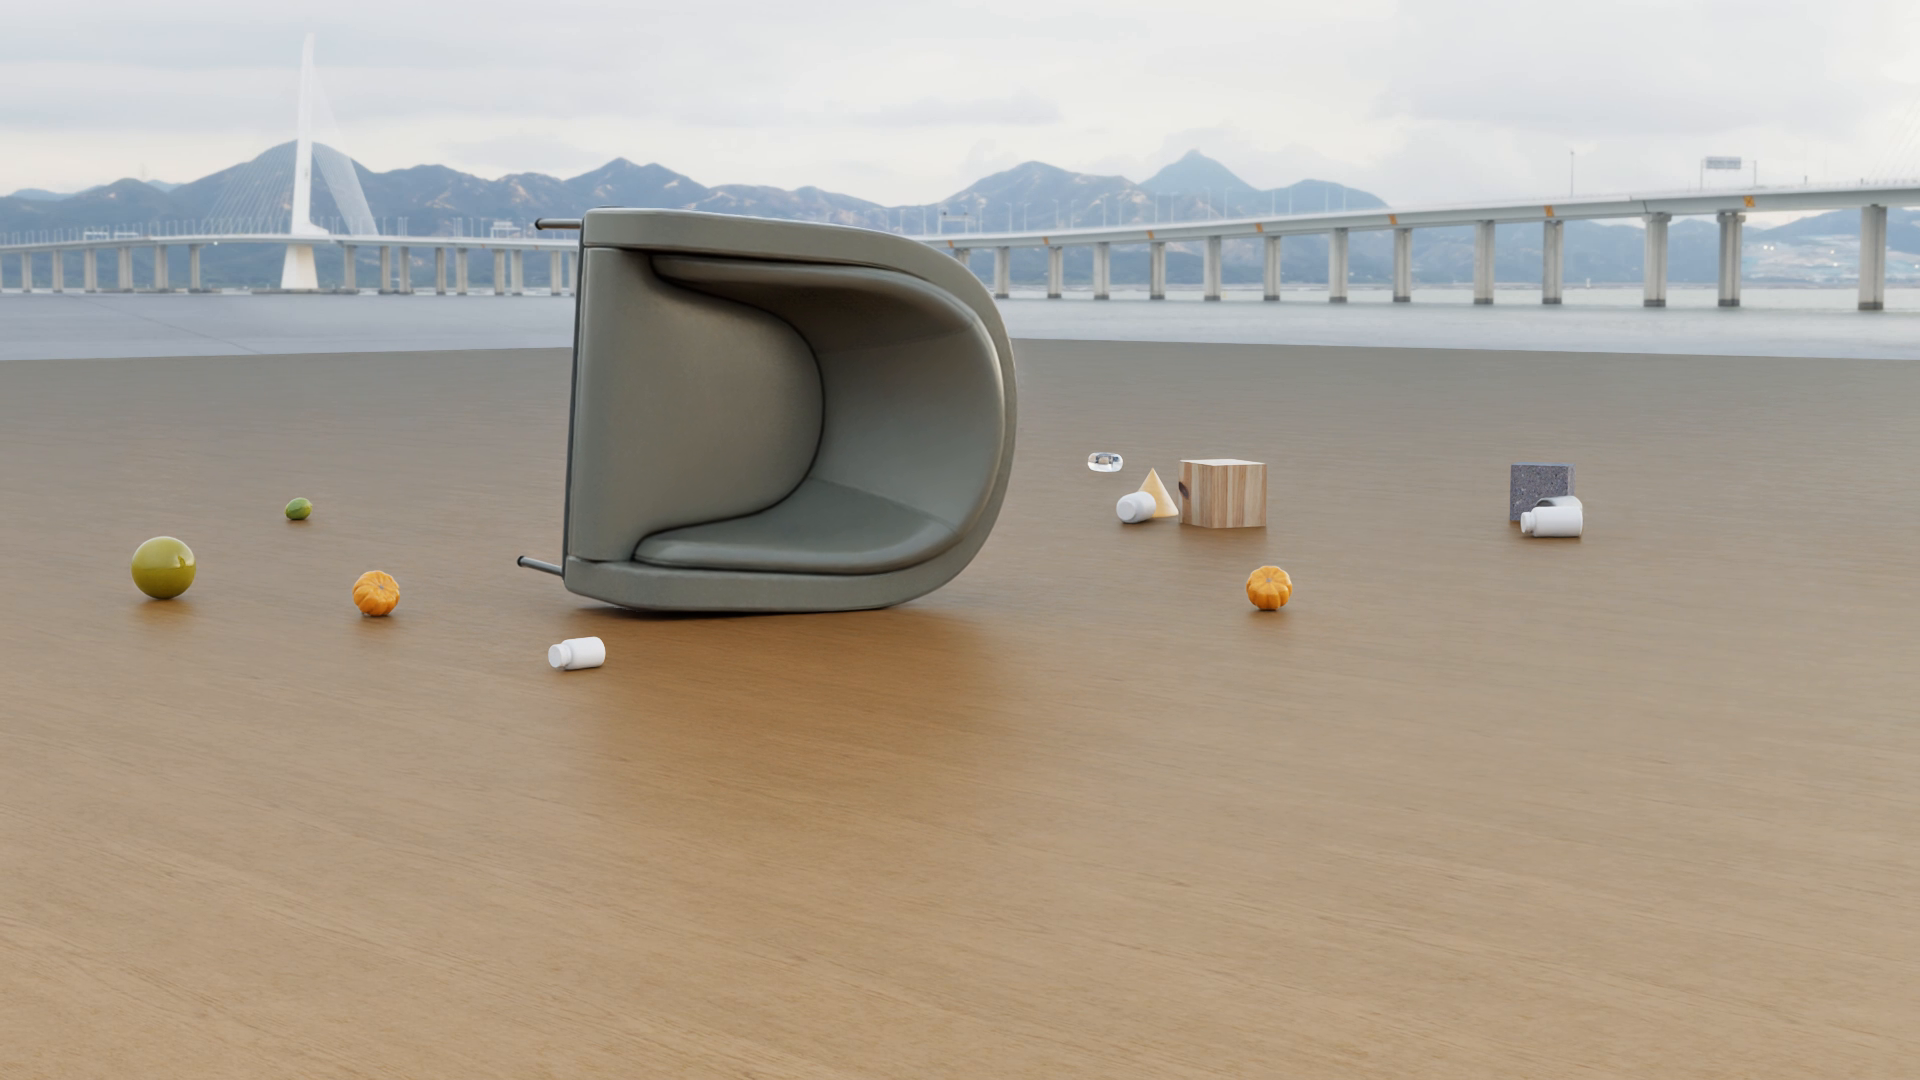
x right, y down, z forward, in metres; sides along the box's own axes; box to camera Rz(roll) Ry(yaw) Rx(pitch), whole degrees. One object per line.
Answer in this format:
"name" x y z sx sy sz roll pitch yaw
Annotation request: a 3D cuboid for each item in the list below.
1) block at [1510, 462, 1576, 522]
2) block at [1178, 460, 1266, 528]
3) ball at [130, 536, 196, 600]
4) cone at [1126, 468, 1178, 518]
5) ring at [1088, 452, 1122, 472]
"block" 1.577 -0.130 6.943 0.153 0.150 0.112 3 6 23
"block" 0.697 -0.125 6.818 0.161 0.165 0.190 -2 6 -23
"ball" -1.624 0.057 5.232 0.129 0.129 0.129 0 6 0
"cone" 0.537 -0.139 7.147 0.151 0.126 0.273 0 6 0
"ring" 0.492 -0.263 8.696 0.090 0.057 0.138 -8 11 -44
